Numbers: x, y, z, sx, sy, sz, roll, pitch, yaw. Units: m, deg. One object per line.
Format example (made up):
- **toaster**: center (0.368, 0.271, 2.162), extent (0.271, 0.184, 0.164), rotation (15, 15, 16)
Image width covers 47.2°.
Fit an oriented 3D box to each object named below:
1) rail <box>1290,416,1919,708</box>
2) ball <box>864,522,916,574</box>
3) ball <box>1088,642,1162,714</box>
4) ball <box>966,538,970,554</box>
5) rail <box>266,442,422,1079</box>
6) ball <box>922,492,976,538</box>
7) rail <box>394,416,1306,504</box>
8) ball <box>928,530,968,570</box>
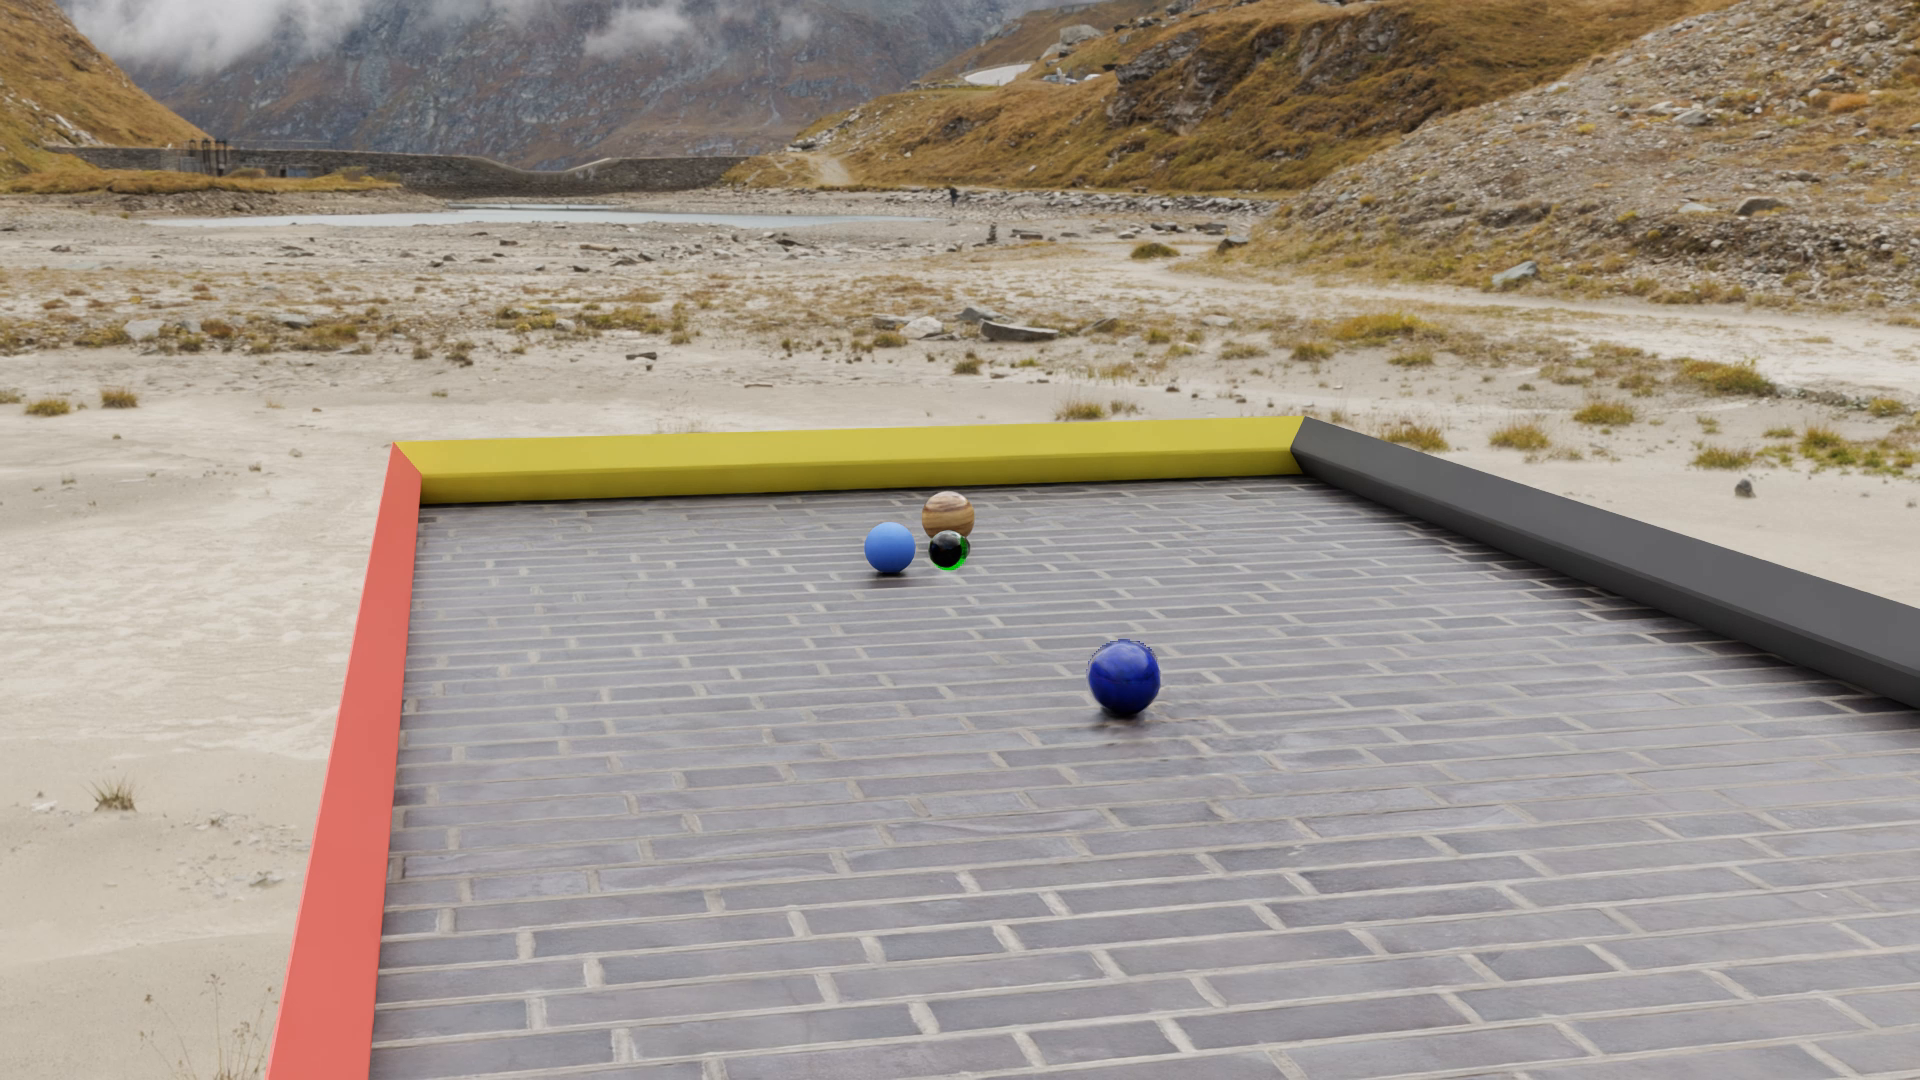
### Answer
- **rail**: center (0.905, 0.068, 2.608), extent (0.045, 0.103, 2.778), rotation (-2, 10, -13)
- **ball**: center (-0.096, 0.011, 3.025), extent (0.071, 0.071, 0.071), rotation (0, 10, 0)
- **ball**: center (0.170, 0.143, 2.271), extent (0.075, 0.075, 0.075), rotation (0, 10, 0)
- **ball**: center (-0.005, 0.012, 3.106), extent (0.040, 0.040, 0.040), rotation (0, 10, 0)
- **rail**: center (-0.596, 0.128, 2.271), extent (0.045, 0.103, 2.778), rotation (-2, 10, -13)
- **ball**: center (-0.017, -0.032, 3.243), extent (0.079, 0.079, 0.079), rotation (0, 10, 0)
- **rail**: center (-0.149, -0.136, 3.750), extent (1.587, 0.103, 0.045), rotation (-2, 10, -13)
- **ball**: center (-0.016, 0.014, 3.047), extent (0.056, 0.056, 0.056), rotation (0, 10, 0)
